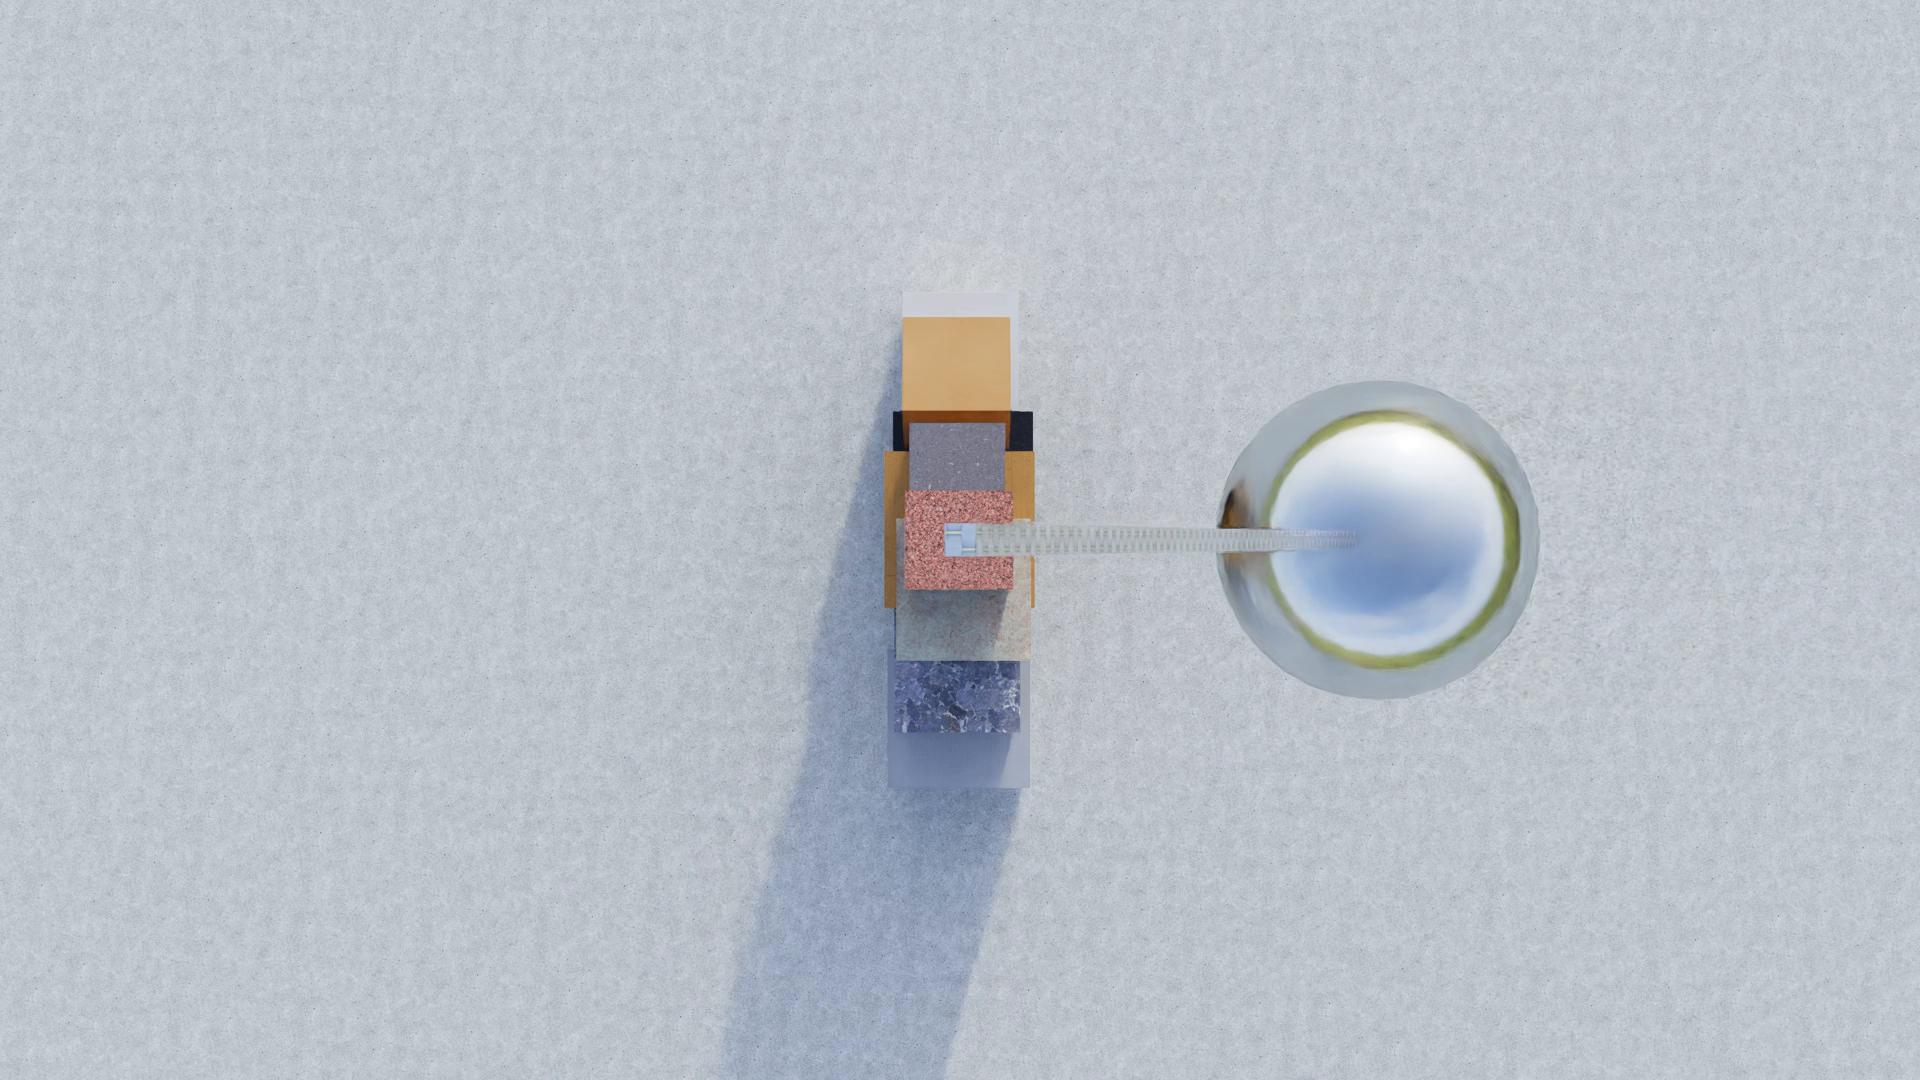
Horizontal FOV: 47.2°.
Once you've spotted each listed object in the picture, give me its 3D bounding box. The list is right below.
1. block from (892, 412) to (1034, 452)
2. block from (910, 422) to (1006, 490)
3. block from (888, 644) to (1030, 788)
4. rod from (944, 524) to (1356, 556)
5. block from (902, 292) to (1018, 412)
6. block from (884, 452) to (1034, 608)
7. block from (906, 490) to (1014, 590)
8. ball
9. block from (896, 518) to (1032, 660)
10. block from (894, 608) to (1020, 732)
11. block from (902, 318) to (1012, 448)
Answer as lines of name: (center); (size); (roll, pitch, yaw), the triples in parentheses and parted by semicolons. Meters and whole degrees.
block: (0.017, -0.346, 12.610); (0.779, 0.780, 0.739); (0, 90, 0)
block: (-0.014, -0.351, 11.225); (0.480, 0.422, 0.472); (0, 90, 0)
block: (-0.006, 1.003, 12.671); (0.800, 0.657, 0.778); (0, 90, 0)
rod: (0.899, 0.000, 7.789); (0.080, 5.200, 0.080); (0, 90, 20)
block: (0.004, -1.059, 12.672); (0.650, 0.656, 0.666); (0, 90, 0)
block: (-0.002, -0.054, 11.828); (0.781, 0.784, 0.815); (0, 90, 0)
block: (-0.004, 0.000, 10.471); (0.505, 0.444, 0.461); (0, 90, 0)
ball: (2.074, 0.000, 10.980); (1.600, 1.600, 1.600); (0, 90, 0)
block: (0.018, 0.241, 11.065); (0.655, 0.743, 0.692); (0, 90, 0)
block: (-0.015, 0.692, 12.007); (0.669, 0.671, 0.657); (0, 90, 0)
block: (-0.018, -0.853, 11.996); (0.579, 0.517, 0.549); (0, 69, 0)
